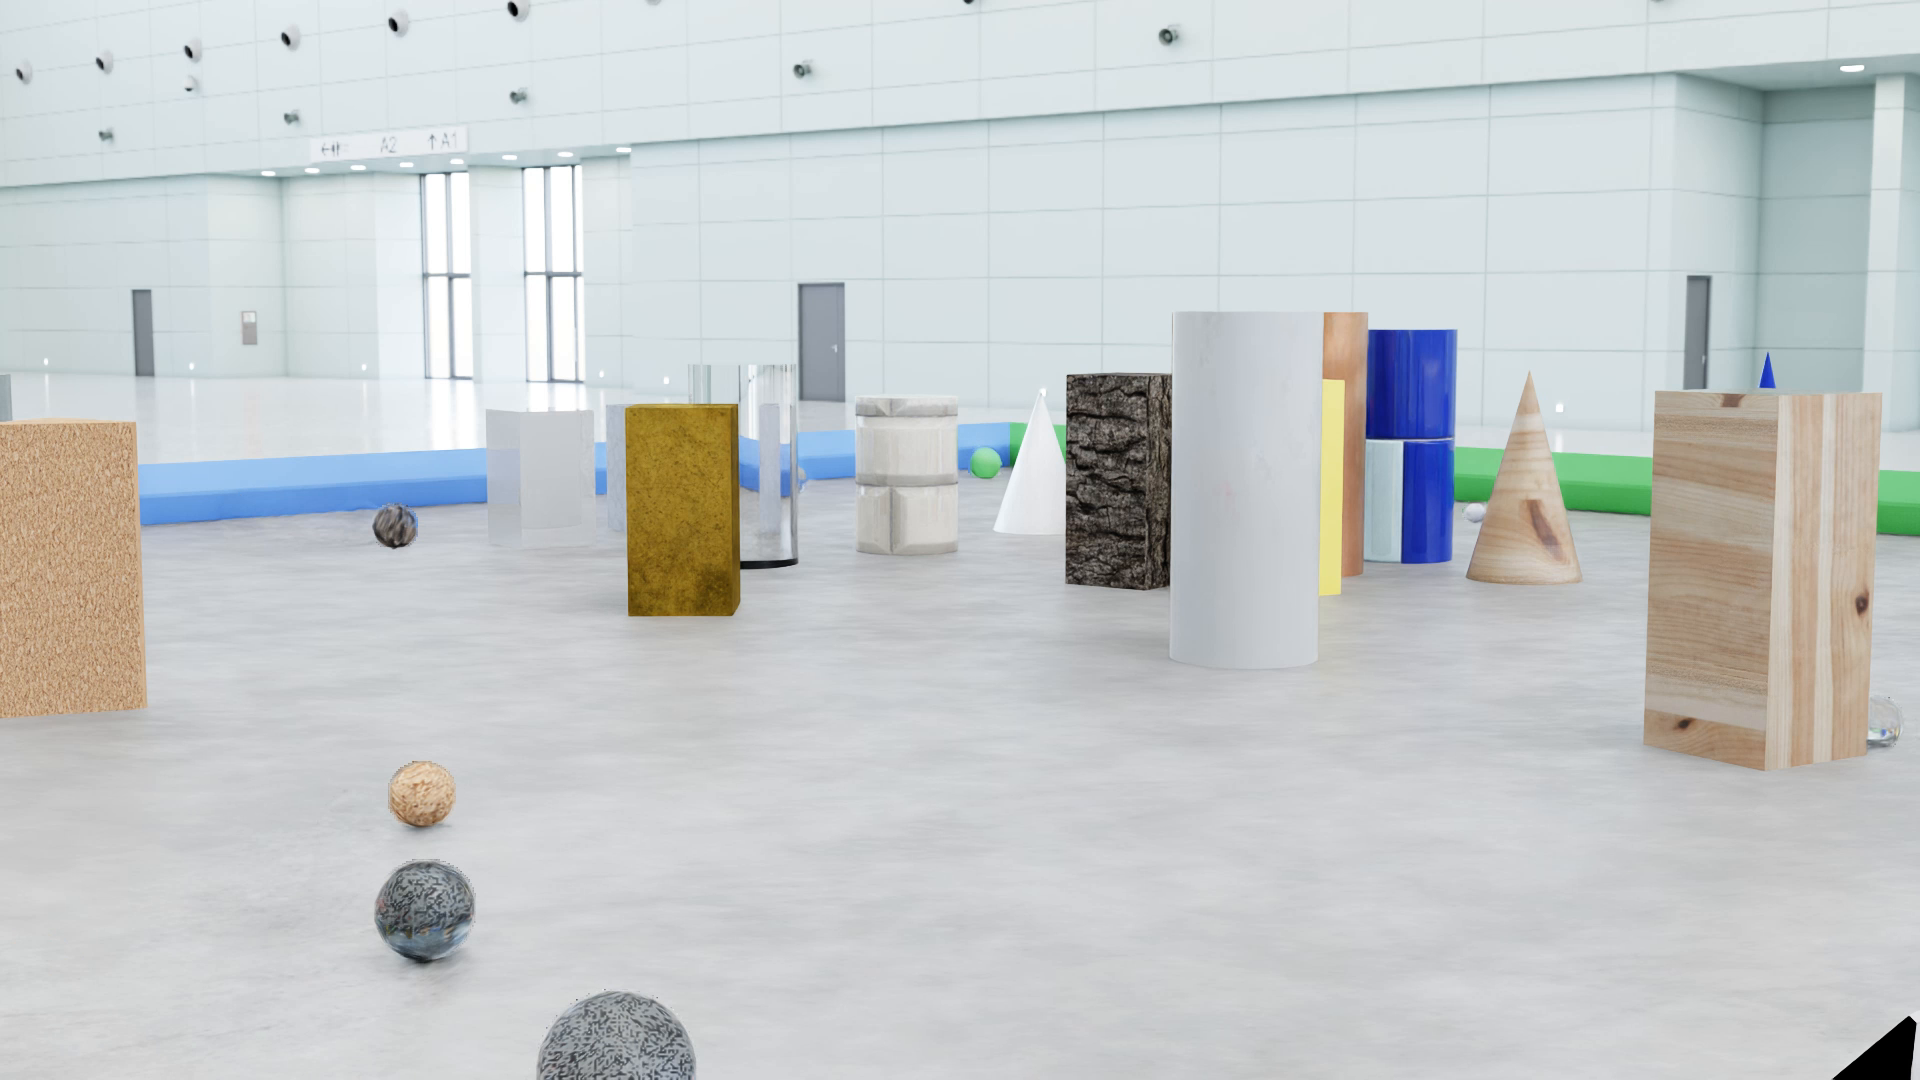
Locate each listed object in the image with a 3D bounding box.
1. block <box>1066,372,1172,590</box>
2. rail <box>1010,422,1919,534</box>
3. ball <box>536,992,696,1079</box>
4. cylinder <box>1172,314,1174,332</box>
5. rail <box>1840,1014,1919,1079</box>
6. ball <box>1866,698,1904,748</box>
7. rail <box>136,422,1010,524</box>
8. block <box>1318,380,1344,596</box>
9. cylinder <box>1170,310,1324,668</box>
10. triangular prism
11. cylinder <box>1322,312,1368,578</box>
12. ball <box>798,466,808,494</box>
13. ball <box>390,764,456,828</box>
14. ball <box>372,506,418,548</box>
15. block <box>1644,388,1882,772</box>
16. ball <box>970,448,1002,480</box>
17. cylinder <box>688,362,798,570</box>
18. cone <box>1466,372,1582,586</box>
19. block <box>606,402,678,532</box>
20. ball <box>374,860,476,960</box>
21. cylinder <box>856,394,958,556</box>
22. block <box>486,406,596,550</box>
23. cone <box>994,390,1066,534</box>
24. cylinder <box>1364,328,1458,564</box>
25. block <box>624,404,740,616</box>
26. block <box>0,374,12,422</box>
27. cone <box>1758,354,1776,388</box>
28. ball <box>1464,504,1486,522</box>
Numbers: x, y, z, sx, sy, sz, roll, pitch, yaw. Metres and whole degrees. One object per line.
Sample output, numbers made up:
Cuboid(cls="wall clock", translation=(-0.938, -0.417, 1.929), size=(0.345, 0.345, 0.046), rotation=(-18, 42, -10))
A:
Cuboid(cls="block", translation=(0.276, -0.099, 3.556), size=(0.151, 0.338, 0.151), rotation=(4, 7, 36))
Cuboid(cls="rail", translation=(1.489, -0.113, 4.698), size=(0.045, 0.122, 4.028), rotation=(-6, 8, -42))
Cuboid(cls="ball", translation=(-0.182, 0.281, 1.162), size=(0.084, 0.084, 0.084), rotation=(0, 6, 0))
Cuboid(cls="cylinder", translation=(0.486, -0.203, 4.082), size=(0.188, 0.434, 0.188), rotation=(0, 6, 0))
Cuboid(cls="rail", translation=(1.350, 0.186, 1.877), size=(4.099, 0.122, 0.045), rotation=(-6, 8, -42))
Cuboid(cls="ball", translation=(0.929, 0.185, 2.229), size=(0.051, 0.051, 0.051), rotation=(0, 6, 0))
Cuboid(cls="rail", translation=(-1.350, -0.122, 4.787), size=(4.099, 0.122, 0.045), rotation=(-6, 8, -42))
Cuboid(cls="block", translation=(0.492, -0.085, 3.443), size=(0.151, 0.332, 0.151), rotation=(-3, 7, -27))
Cuboid(cls="cylinder", translation=(0.362, -0.069, 2.789), size=(0.188, 0.440, 0.188), rotation=(0, 6, 0))
Cuboid(cls="triangular prism", translation=(-1.010, 0.025, 2.469), size=(0.163, 0.319, 0.141), rotation=(-3, 7, -23))
Cuboid(cls="cylinder", translation=(0.587, -0.164, 3.698), size=(0.188, 0.436, 0.188), rotation=(0, 6, 0))
Cuboid(cls="ball", translation=(-0.399, -0.144, 5.249), size=(0.070, 0.070, 0.070), rotation=(0, 6, 0))
Cuboid(cls="ball", translation=(-0.462, 0.219, 1.890), size=(0.055, 0.055, 0.055), rotation=(0, 6, 0))
Cuboid(cls="ball", translation=(-1.046, -0.024, 4.072), size=(0.080, 0.080, 0.080), rotation=(0, 6, 0))
Cuboid(cls="block", translation=(0.801, 0.032, 2.202), size=(0.151, 0.361, 0.151), rotation=(-4, 7, -30))
Cuboid(cls="ball", translation=(0.066, -0.198, 5.705), size=(0.083, 0.083, 0.083), rotation=(0, 6, 0))
Cuboid(cls="cylinder", translation=(-0.376, -0.132, 3.824), size=(0.188, 0.348, 0.188), rotation=(0, 6, 0))
Cuboid(cls="cone", translation=(0.930, -0.108, 3.609), size=(0.188, 0.345, 0.188), rotation=(0, 6, 0))
Cuboid(cls="block", translation=(-0.613, -0.146, 4.420), size=(0.151, 0.250, 0.151), rotation=(-3, 7, -28))
Cuboid(cls="ball", translation=(-0.366, 0.254, 1.505), size=(0.067, 0.067, 0.067), rotation=(0, 6, 0))
Cuboid(cls="cylinder", translation=(-0.098, -0.123, 4.038), size=(0.188, 0.283, 0.188), rotation=(0, 6, 0))
Cuboid(cls="block", translation=(-0.790, -0.119, 4.145), size=(0.151, 0.254, 0.151), rotation=(-4, 7, -36))
Cuboid(cls="cone", translation=(0.161, -0.162, 4.407), size=(0.188, 0.285, 0.188), rotation=(0, 6, 0))
Cuboid(cls="cylinder", translation=(0.783, -0.171, 3.905), size=(0.188, 0.406, 0.188), rotation=(0, 6, 0))
Cuboid(cls="block", translation=(-0.406, -0.047, 3.240), size=(0.151, 0.301, 0.151), rotation=(0, 6, -1))
Cuboid(cls="block", translation=(-1.242, -0.018, 2.670), size=(0.151, 0.362, 0.151), rotation=(-1, 6, -11))
Cuboid(cls="cone", translation=(1.111, -0.069, 3.044), size=(0.188, 0.386, 0.188), rotation=(0, 6, 0))
Cuboid(cls="ball", translation=(1.068, -0.056, 4.561), size=(0.041, 0.041, 0.041), rotation=(0, 6, 0))
